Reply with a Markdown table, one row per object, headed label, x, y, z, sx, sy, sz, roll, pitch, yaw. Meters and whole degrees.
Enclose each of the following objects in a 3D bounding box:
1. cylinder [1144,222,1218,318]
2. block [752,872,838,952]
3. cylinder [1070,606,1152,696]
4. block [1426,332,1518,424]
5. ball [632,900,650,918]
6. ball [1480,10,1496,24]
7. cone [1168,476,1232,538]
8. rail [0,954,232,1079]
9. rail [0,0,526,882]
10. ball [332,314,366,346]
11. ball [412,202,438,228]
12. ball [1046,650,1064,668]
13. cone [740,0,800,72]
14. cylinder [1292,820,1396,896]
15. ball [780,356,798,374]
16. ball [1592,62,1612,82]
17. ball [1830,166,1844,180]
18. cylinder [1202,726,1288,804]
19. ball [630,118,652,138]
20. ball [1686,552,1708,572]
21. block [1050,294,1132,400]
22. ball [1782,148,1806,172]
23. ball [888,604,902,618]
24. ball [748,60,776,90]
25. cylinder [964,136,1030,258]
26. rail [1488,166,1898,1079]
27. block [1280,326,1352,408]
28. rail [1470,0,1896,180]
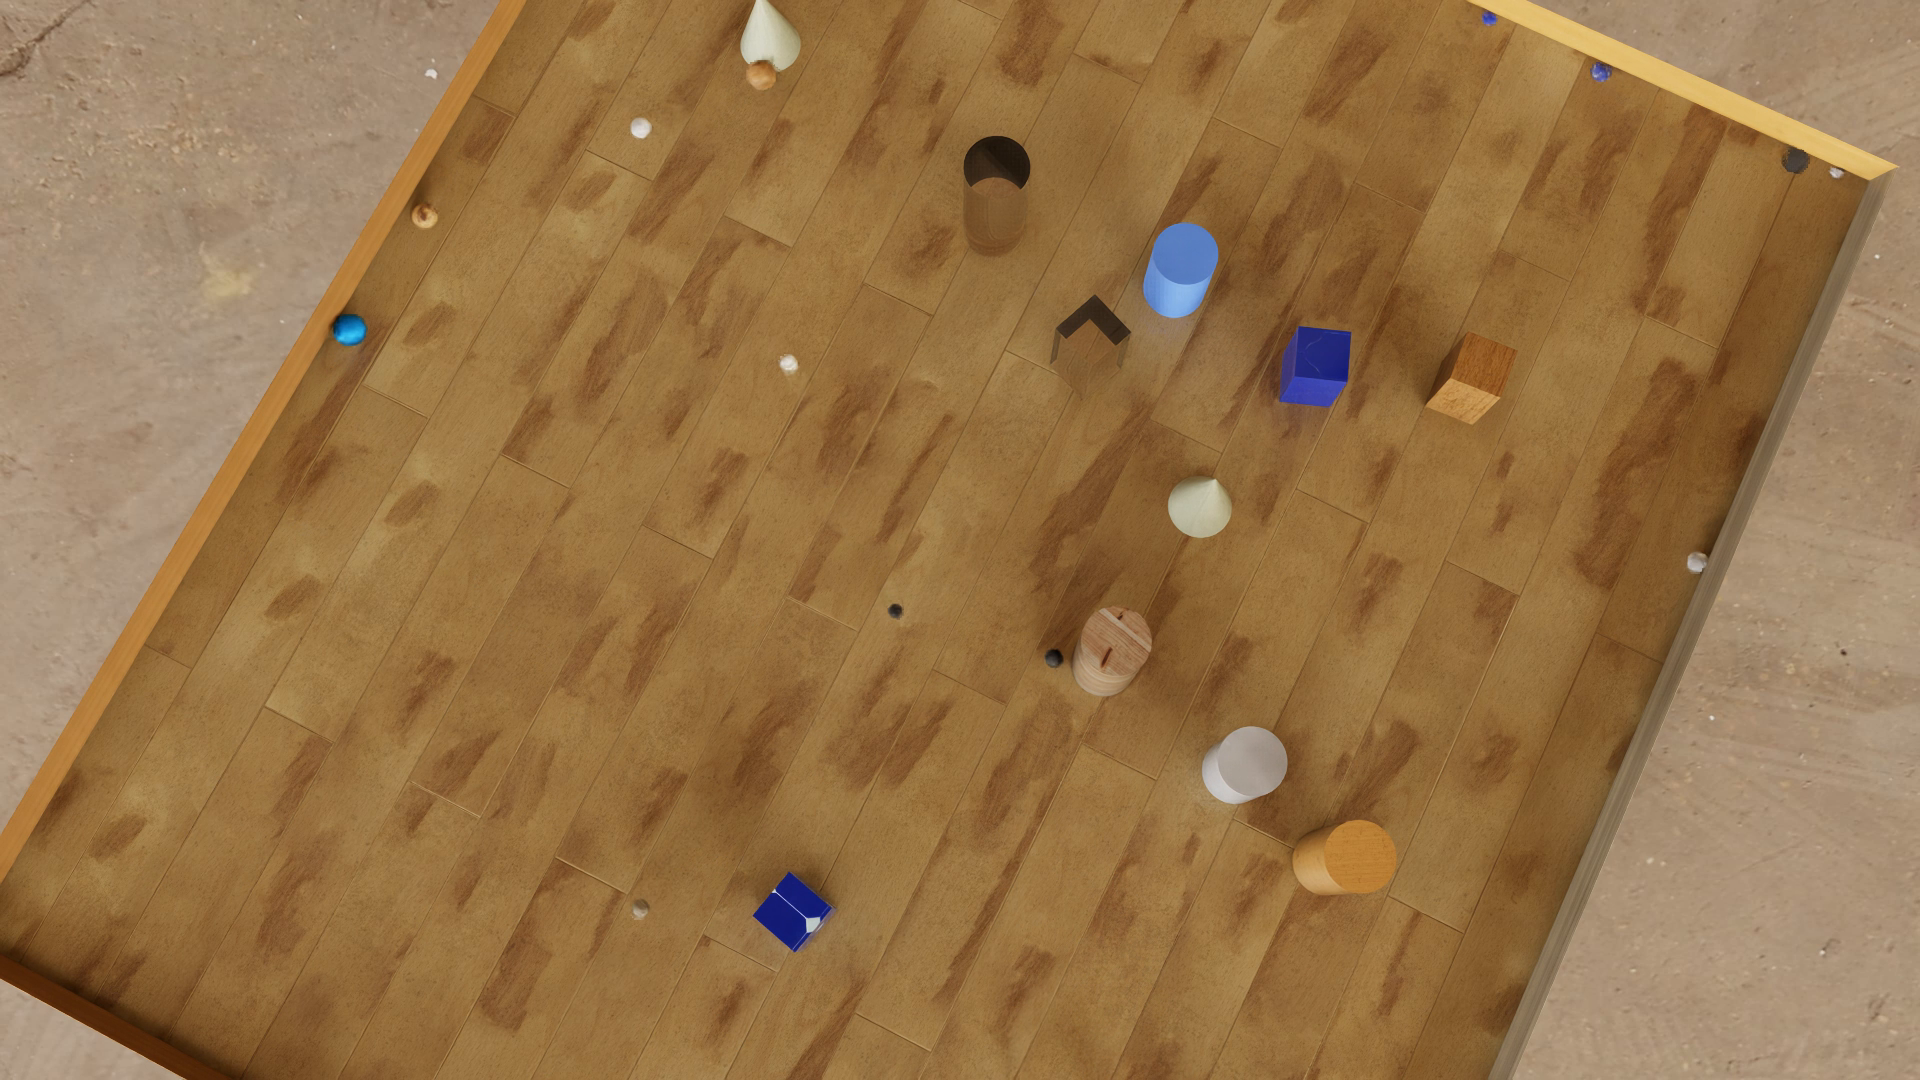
| label | x | y | z | sx | sy | sz | roll | pitch | yaw |
| --- | --- | --- | --- | --- | --- | --- | --- | --- | --- |
| cylinder | 0.675 | -0.826 | 5.632 | 0.196 | 0.304 | 0.196 | 0 | 78 | 0 |
| block | -0.469 | 1.068 | 5.256 | 0.157 | 0.274 | 0.157 | 39 | 81 | 7 |
| cylinder | 0.433 | 0.328 | 5.307 | 0.196 | 0.474 | 0.196 | 0 | 78 | 0 |
| block | 1.550 | -0.489 | 5.564 | 0.157 | 0.301 | 0.157 | 22 | 79 | 4 |
| ball | -0.936 | 1.079 | 5.367 | 0.052 | 0.052 | 0.052 | 0 | 78 | 0 |
| ball | 1.713 | -1.694 | 5.944 | 0.045 | 0.045 | 0.045 | 0 | 78 | 0 |
| cone | 0.739 | -0.140 | 5.463 | 0.196 | 0.358 | 0.196 | 0 | 78 | 0 |
| rail | -1.051 | 2.066 | 5.123 | 4.188 | 0.128 | 0.045 | 26 | 80 | 5 |
| rail | -1.852 | -0.900 | 5.737 | 0.045 | 0.128 | 4.750 | 26 | 80 | 5 |
| ball | -1.899 | -0.651 | 5.701 | 0.098 | 0.098 | 0.098 | 0 | 78 | 0 |
| ball | -1.690 | -1.026 | 5.788 | 0.080 | 0.080 | 0.080 | 0 | 78 | 0 |
| ball | 0.285 | 0.359 | 5.514 | 0.055 | 0.055 | 0.055 | 0 | 78 | 0 |
| cone | -0.615 | -1.644 | 5.782 | 0.196 | 0.342 | 0.196 | 0 | 78 | 0 |
| cylinder | 1.081 | 0.903 | 5.183 | 0.196 | 0.482 | 0.196 | 0 | 78 | 0 |
| ball | -0.532 | -0.545 | 5.701 | 0.056 | 0.056 | 0.056 | 0 | 78 | 0 |
| ball | 2.066 | -1.505 | 5.897 | 0.061 | 0.061 | 0.061 | 0 | 78 | 0 |
| ball | 2.796 | -1.170 | 5.838 | 0.040 | 0.040 | 0.040 | 0 | 78 | 0 |
| cylinder | 0.820 | 0.655 | 5.307 | 0.196 | 0.341 | 0.196 | 0 | 78 | 0 |
| ball | -1.020 | -1.319 | 5.857 | 0.065 | 0.065 | 0.065 | 0 | 78 | 0 |
| ball | 2.243 | 0.067 | 5.571 | 0.062 | 0.062 | 0.062 | 0 | 78 | 0 |
| block | 0.391 | -0.578 | 5.548 | 0.157 | 0.369 | 0.157 | -41 | 81 | -8 |
| ball | 2.654 | -1.208 | 5.829 | 0.073 | 0.073 | 0.073 | 0 | 78 | 0 |
| ball | -0.197 | 0.213 | 5.550 | 0.044 | 0.044 | 0.044 | 0 | 78 | 0 |
| ball | -0.636 | -1.490 | 5.878 | 0.091 | 0.091 | 0.091 | 0 | 78 | 0 |
| cylinder | 0.108 | -1.040 | 5.586 | 0.196 | 0.481 | 0.196 | 0 | 78 | 0 |
| rail | 1.852 | 0.913 | 5.361 | 0.045 | 0.128 | 4.750 | 26 | 80 | 5 |
| block | 1.080 | -0.526 | 5.586 | 0.157 | 0.272 | 0.157 | 6 | 78 | 1 |
| rail | 1.051 | -2.052 | 5.975 | 4.188 | 0.128 | 0.045 | 26 | 80 | 5 |
